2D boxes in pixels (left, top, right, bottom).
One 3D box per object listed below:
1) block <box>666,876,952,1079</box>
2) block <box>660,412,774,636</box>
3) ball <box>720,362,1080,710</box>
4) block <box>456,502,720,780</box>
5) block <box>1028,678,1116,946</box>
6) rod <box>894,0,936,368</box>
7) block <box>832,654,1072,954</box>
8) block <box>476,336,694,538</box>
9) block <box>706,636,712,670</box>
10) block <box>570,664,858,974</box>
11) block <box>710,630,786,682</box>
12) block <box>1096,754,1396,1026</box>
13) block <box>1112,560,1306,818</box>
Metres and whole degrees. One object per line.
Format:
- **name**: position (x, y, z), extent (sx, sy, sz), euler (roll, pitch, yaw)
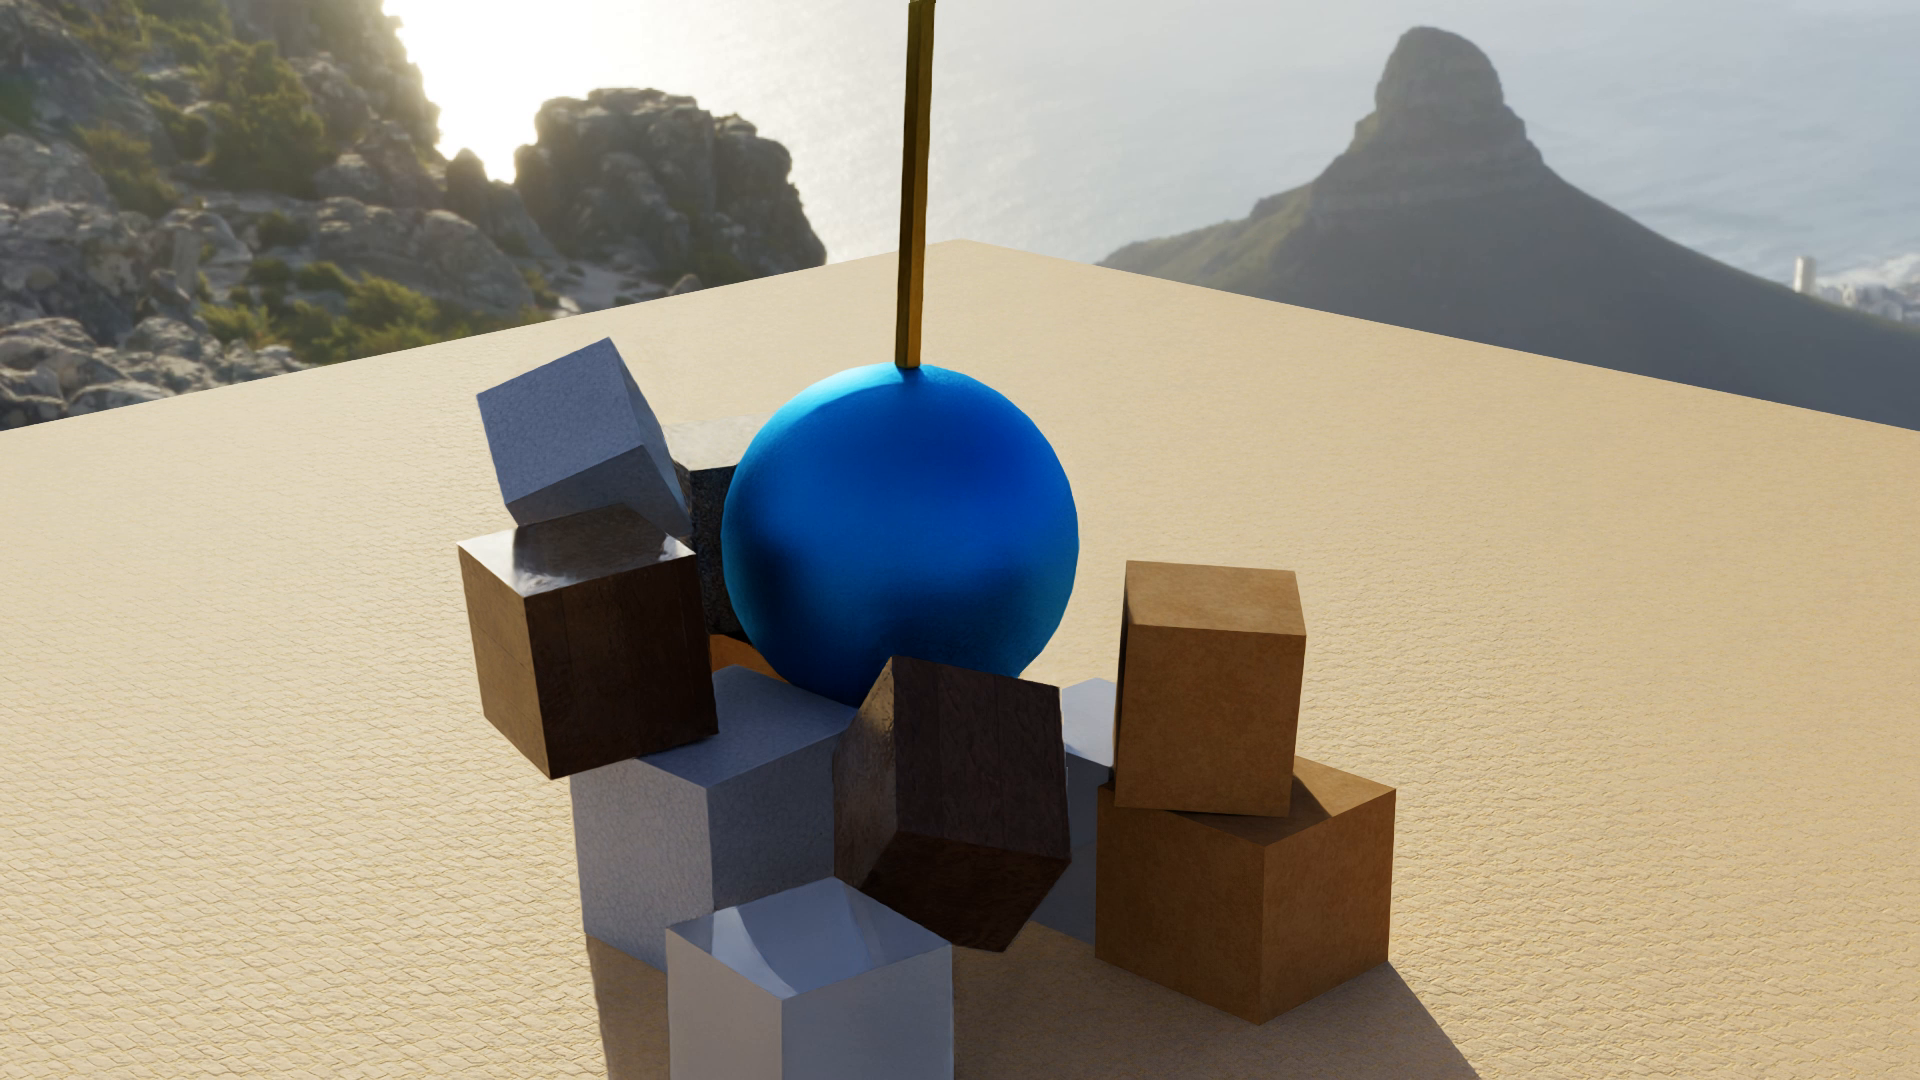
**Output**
- **block**: position (-0.565, 1.864, 11.038), extent (0.766, 0.824, 0.770), euler (-13, 22, -35)
- **block**: position (-1.027, -0.099, 14.219), extent (0.883, 0.817, 0.823), euler (-8, 19, -24)
- **ball**: position (-0.267, 0.009, 13.065), extent (1.600, 1.600, 1.600), euler (0, 17, 0)
- **block**: position (-1.577, 0.411, 12.403), extent (0.754, 0.808, 0.843), euler (-15, 22, -24)
- **block**: position (0.628, 1.204, 13.086), extent (0.779, 0.855, 0.788), euler (-17, 24, -42)
- **rod**: position (-0.116, -3.273, 12.192), extent (0.080, 5.200, 0.080), euler (17, 20, 42)
- **block**: position (-0.048, 1.051, 11.630), extent (0.710, 0.719, 0.821), euler (12, 49, -18)
- **block**: position (-1.670, -0.344, 13.057), extent (0.654, 0.627, 0.704), euler (-23, 49, 2)
- **block**: position (-1.250, 0.623, 14.823), extent (0.829, 0.923, 0.869), euler (-17, 24, -42)
- **block**: position (-1.001, 1.239, 12.689), extent (0.955, 0.975, 0.938), euler (-20, 26, -41)
- **block**: position (-0.634, 0.841, 14.266), extent (0.790, 0.841, 0.827), euler (-17, 24, -42)
- **block**: position (1.210, 1.423, 12.492), extent (0.869, 0.795, 0.910), euler (-17, 24, -42)
- **block**: position (1.029, 0.613, 12.264), extent (0.717, 0.811, 0.725), euler (4, 20, 1)
